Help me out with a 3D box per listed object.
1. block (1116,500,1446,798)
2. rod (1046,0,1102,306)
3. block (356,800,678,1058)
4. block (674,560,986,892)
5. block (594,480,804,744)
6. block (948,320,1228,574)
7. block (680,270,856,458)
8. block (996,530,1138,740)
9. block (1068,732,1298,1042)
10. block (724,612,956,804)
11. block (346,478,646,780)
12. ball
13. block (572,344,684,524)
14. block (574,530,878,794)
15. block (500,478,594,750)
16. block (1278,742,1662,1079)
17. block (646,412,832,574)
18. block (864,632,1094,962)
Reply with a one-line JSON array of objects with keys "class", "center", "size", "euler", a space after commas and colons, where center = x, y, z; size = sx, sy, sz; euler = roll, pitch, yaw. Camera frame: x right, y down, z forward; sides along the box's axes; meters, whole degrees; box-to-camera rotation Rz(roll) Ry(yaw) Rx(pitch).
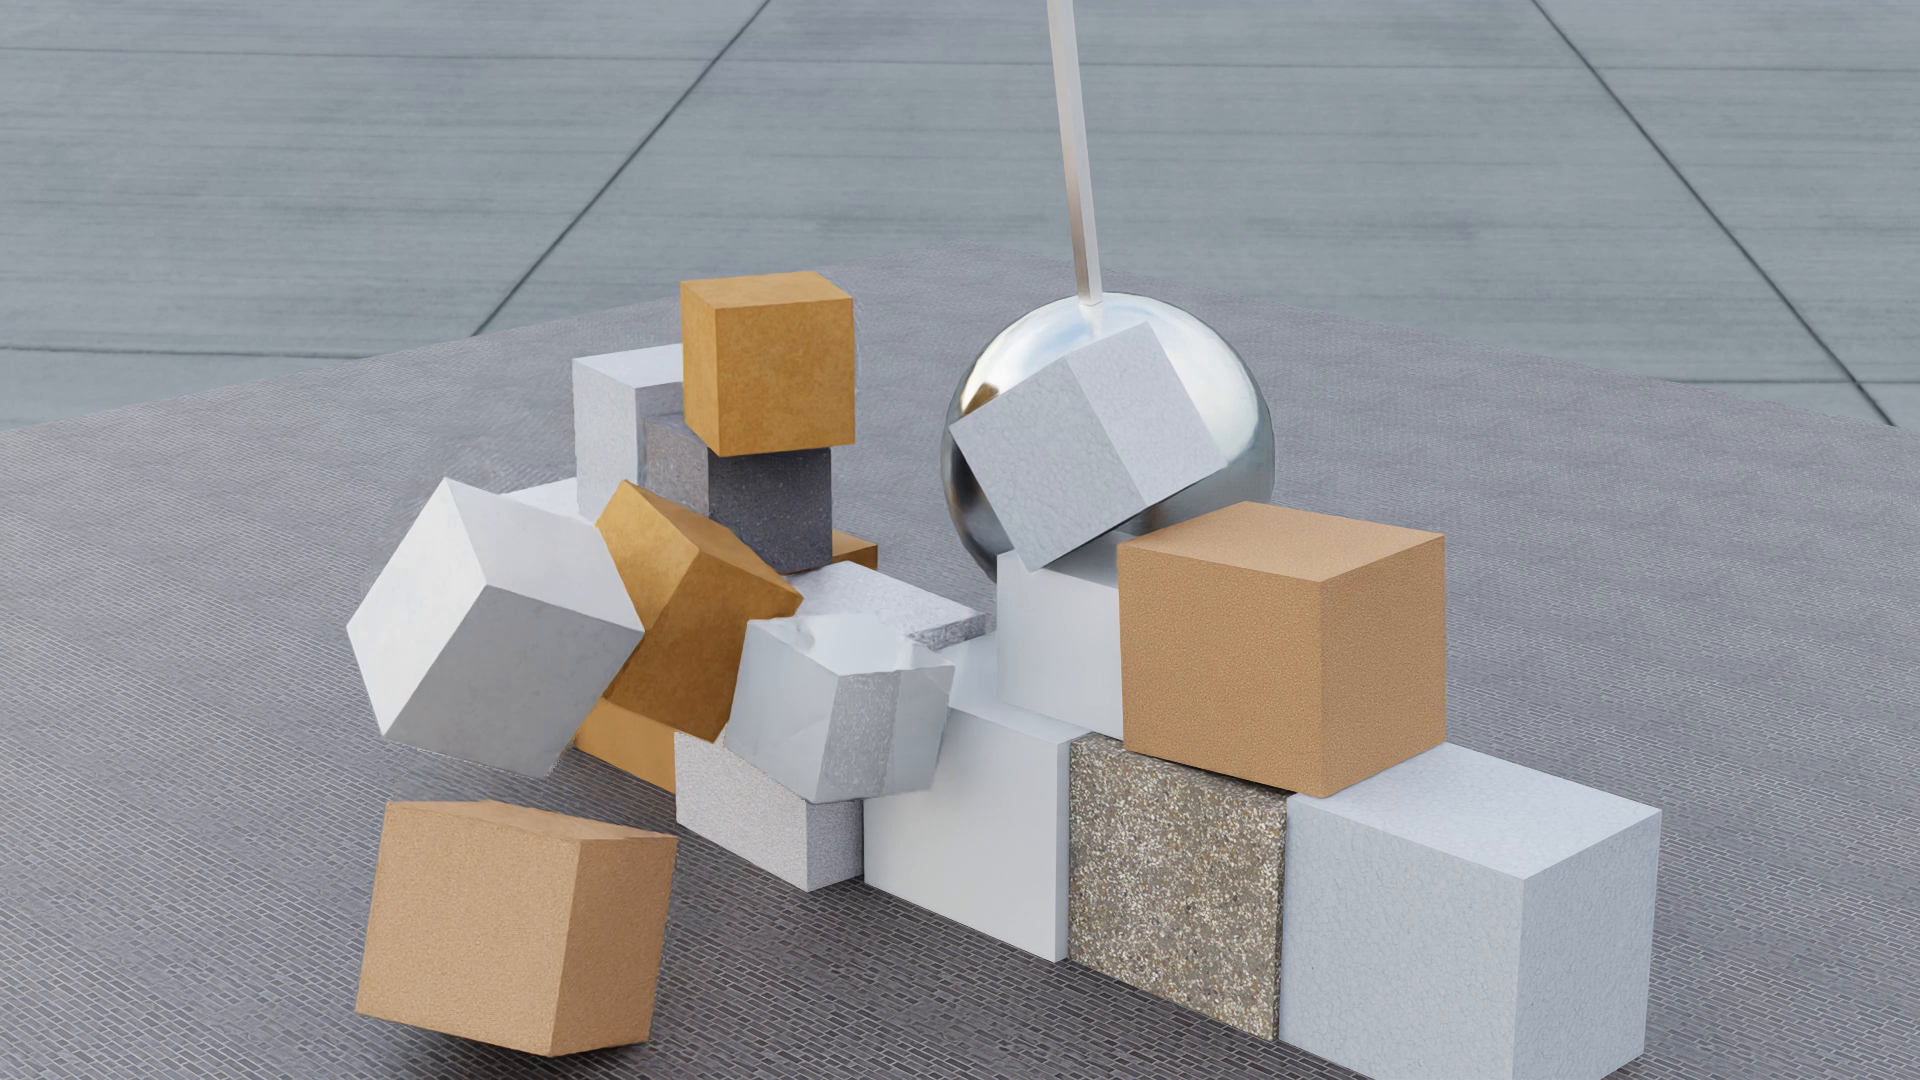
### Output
[{"class": "block", "center": [1.328, 0.425, 12.081], "size": [1.025, 0.886, 0.852], "euler": [11, 20, 42]}, {"class": "rod", "center": [0.304, -3.463, 12.572], "size": [0.080, 5.200, 0.080], "euler": [17, 33, 42]}, {"class": "block", "center": [-1.762, 1.531, 11.724], "size": [0.900, 0.836, 0.765], "euler": [8, -1, 24]}, {"class": "block", "center": [-0.619, 0.847, 13.807], "size": [1.047, 1.105, 1.047], "euler": [-14, 22, -37]}, {"class": "block", "center": [-1.310, 0.319, 13.168], "size": [0.643, 0.779, 0.749], "euler": [27, 8, -42]}, {"class": "block", "center": [0.547, -0.398, 12.447], "size": [0.675, 0.709, 0.728], "euler": [-30, -3, 36]}, {"class": "block", "center": [-0.906, -0.838, 13.805], "size": [0.658, 0.698, 0.640], "euler": [-6, 18, -18]}, {"class": "block", "center": [0.636, 0.388, 12.661], "size": [0.727, 0.660, 0.618], "euler": [16, 23, 41]}, {"class": "block", "center": [1.239, 1.327, 12.461], "size": [1.117, 0.996, 1.073], "euler": [16, 24, 42]}, {"class": "block", "center": [-0.516, 0.706, 12.558], "size": [0.643, 0.573, 0.640], "euler": [-3, 22, -42]}, {"class": "block", "center": [-1.994, 0.384, 12.543], "size": [0.795, 0.858, 0.734], "euler": [20, 27, -37]}, {"class": "ball", "center": [0.702, -0.384, 13.957], "size": [1.600, 1.600, 1.600], "euler": [0, 17, 0]}, {"class": "block", "center": [-1.474, -0.490, 14.780], "size": [0.690, 0.817, 0.700], "euler": [-11, 20, -31]}, {"class": "block", "center": [-1.188, 0.541, 14.743], "size": [1.063, 1.128, 1.147], "euler": [-15, 23, -40]}, {"class": "block", "center": [-1.996, 0.343, 15.589], "size": [1.195, 0.998, 1.194], "euler": [-16, 23, -41]}, {"class": "block", "center": [2.019, 1.540, 11.682], "size": [1.118, 1.056, 0.937], "euler": [17, 24, 42]}, {"class": "block", "center": [-1.070, -0.238, 14.202], "size": [0.661, 0.683, 0.647], "euler": [-11, 20, -31]}, {"class": "block", "center": [0.403, 1.083, 13.224], "size": [1.188, 1.004, 1.186], "euler": [17, 24, 42]}]
